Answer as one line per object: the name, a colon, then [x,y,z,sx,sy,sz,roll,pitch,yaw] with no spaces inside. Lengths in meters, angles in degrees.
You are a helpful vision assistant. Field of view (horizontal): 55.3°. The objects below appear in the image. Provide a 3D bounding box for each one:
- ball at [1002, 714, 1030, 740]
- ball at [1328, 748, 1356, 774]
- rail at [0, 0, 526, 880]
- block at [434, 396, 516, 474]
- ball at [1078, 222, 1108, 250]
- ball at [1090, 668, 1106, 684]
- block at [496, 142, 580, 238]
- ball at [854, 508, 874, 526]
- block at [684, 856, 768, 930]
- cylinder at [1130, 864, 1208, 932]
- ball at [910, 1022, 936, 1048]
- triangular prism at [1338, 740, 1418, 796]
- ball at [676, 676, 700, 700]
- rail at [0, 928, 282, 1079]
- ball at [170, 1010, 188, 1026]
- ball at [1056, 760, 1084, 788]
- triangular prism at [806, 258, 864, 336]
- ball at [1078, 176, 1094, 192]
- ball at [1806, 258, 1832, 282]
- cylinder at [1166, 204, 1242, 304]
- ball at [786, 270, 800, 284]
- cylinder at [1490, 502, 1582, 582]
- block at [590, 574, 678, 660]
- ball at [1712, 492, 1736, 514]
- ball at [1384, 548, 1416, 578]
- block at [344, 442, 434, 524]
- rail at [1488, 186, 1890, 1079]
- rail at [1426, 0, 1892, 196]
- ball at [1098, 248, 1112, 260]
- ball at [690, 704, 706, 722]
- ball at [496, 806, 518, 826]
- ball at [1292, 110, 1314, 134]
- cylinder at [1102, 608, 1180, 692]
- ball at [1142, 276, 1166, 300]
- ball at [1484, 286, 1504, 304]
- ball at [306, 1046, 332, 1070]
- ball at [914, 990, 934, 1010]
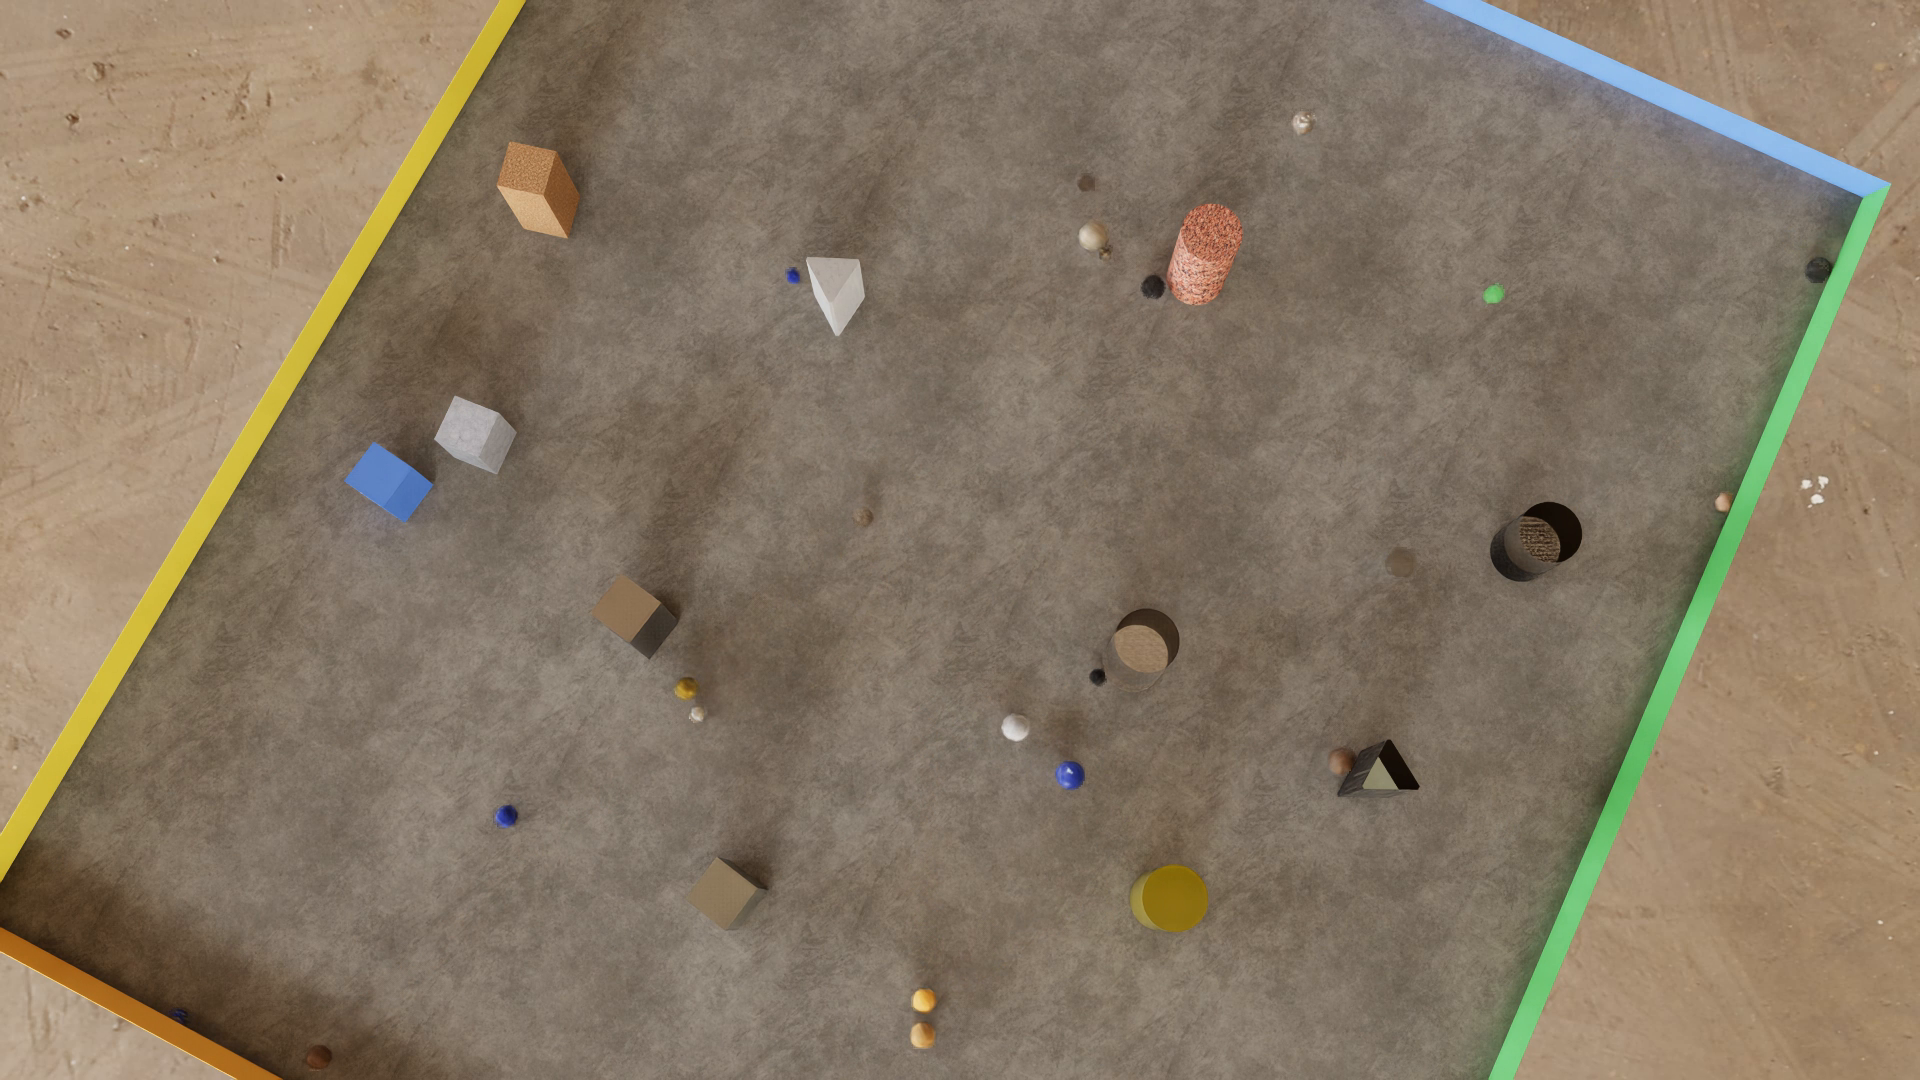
ball: [0.166,0.557,5.460,0.080,0.080,0.080,0,78,0]
ball: [1.133,0.657,5.439,0.079,0.079,0.079,0,78,0]
rail: [-1.856,-0.902,5.742,0.045,0.118,4.627,26,80,5]
block: [-1.469,-0.317,5.568,0.145,0.223,0.145,21,79,4]
ball: [0.417,-0.956,5.768,0.091,0.091,0.091,0,78,0]
ball: [0.414,0.411,5.507,0.048,0.048,0.048,0,78,0]
block: [-1.298,-1.077,5.659,0.145,0.352,0.145,13,79,3]
ball: [-0.294,-0.070,5.602,0.057,0.057,0.057,0,78,0]
block: [-0.666,1.016,5.252,0.145,0.302,0.145,36,81,7]
cylinder: [0.591,1.021,5.212,0.182,0.379,0.182,0,78,0]
ball: [-0.107,1.428,5.284,0.073,0.073,0.073,0,78,0]
triangular prism: [1.204,0.661,5.301,0.157,0.350,0.136,0,78,0]
ball: [-0.816,0.443,5.490,0.068,0.068,0.068,0,78,0]
rail: [-1.024,2.012,5.139,4.197,0.118,0.045,26,80,5]
ball: [-2.260,1.384,5.306,0.048,0.048,0.048,0,78,0]
ball: [0.324,0.695,5.430,0.083,0.083,0.083,0,78,0]
triangular prism: [-0.400,-0.773,5.612,0.136,0.320,0.157,32,80,6]
ball: [0.401,-1.133,5.824,0.051,0.051,0.051,0,78,0]
ball: [2.695,-0.848,5.752,0.077,0.077,0.077,0,78,0]
cylinder: [0.744,-0.868,5.597,0.182,0.389,0.182,0,78,0]
ball: [-0.524,-0.829,5.766,0.043,0.043,0.043,0,78,0]
cylinder: [1.713,0.008,5.460,0.182,0.304,0.182,0,78,0]
block: [-0.954,0.228,5.395,0.145,0.341,0.145,36,81,7]
ball: [2.342,-0.112,5.610,0.069,0.069,0.069,0,78,0]
ball: [1.334,0.072,5.555,0.091,0.091,0.091,0,78,0]
block: [-1.724,-0.173,5.540,0.145,0.219,0.145,33,80,6]
rail: [1.856,0.915,5.366,0.045,0.118,4.627,26,80,5]
rail: [1.024,-2.000,5.968,4.197,0.118,0.045,26,80,5]
ball: [0.458,-0.902,5.781,0.043,0.043,0.043,0,78,0]
ball: [-0.782,0.518,5.484,0.049,0.049,0.049,0,78,0]
ball: [-1.341,0.816,5.415,0.064,0.064,0.064,0,78,0]
ball: [1.097,-1.335,5.856,0.071,0.071,0.071,0,78,0]
cylinder: [0.522,0.325,5.322,0.182,0.445,0.182,0,78,0]
ball: [0.607,-0.791,5.742,0.074,0.074,0.074,0,78,0]
ball: [1.672,-0.769,5.745,0.059,0.059,0.059,0,78,0]
ball: [-1.846,1.489,5.273,0.069,0.069,0.069,0,78,0]
ball: [-0.102,1.334,5.306,0.057,0.057,0.057,0,78,0]
